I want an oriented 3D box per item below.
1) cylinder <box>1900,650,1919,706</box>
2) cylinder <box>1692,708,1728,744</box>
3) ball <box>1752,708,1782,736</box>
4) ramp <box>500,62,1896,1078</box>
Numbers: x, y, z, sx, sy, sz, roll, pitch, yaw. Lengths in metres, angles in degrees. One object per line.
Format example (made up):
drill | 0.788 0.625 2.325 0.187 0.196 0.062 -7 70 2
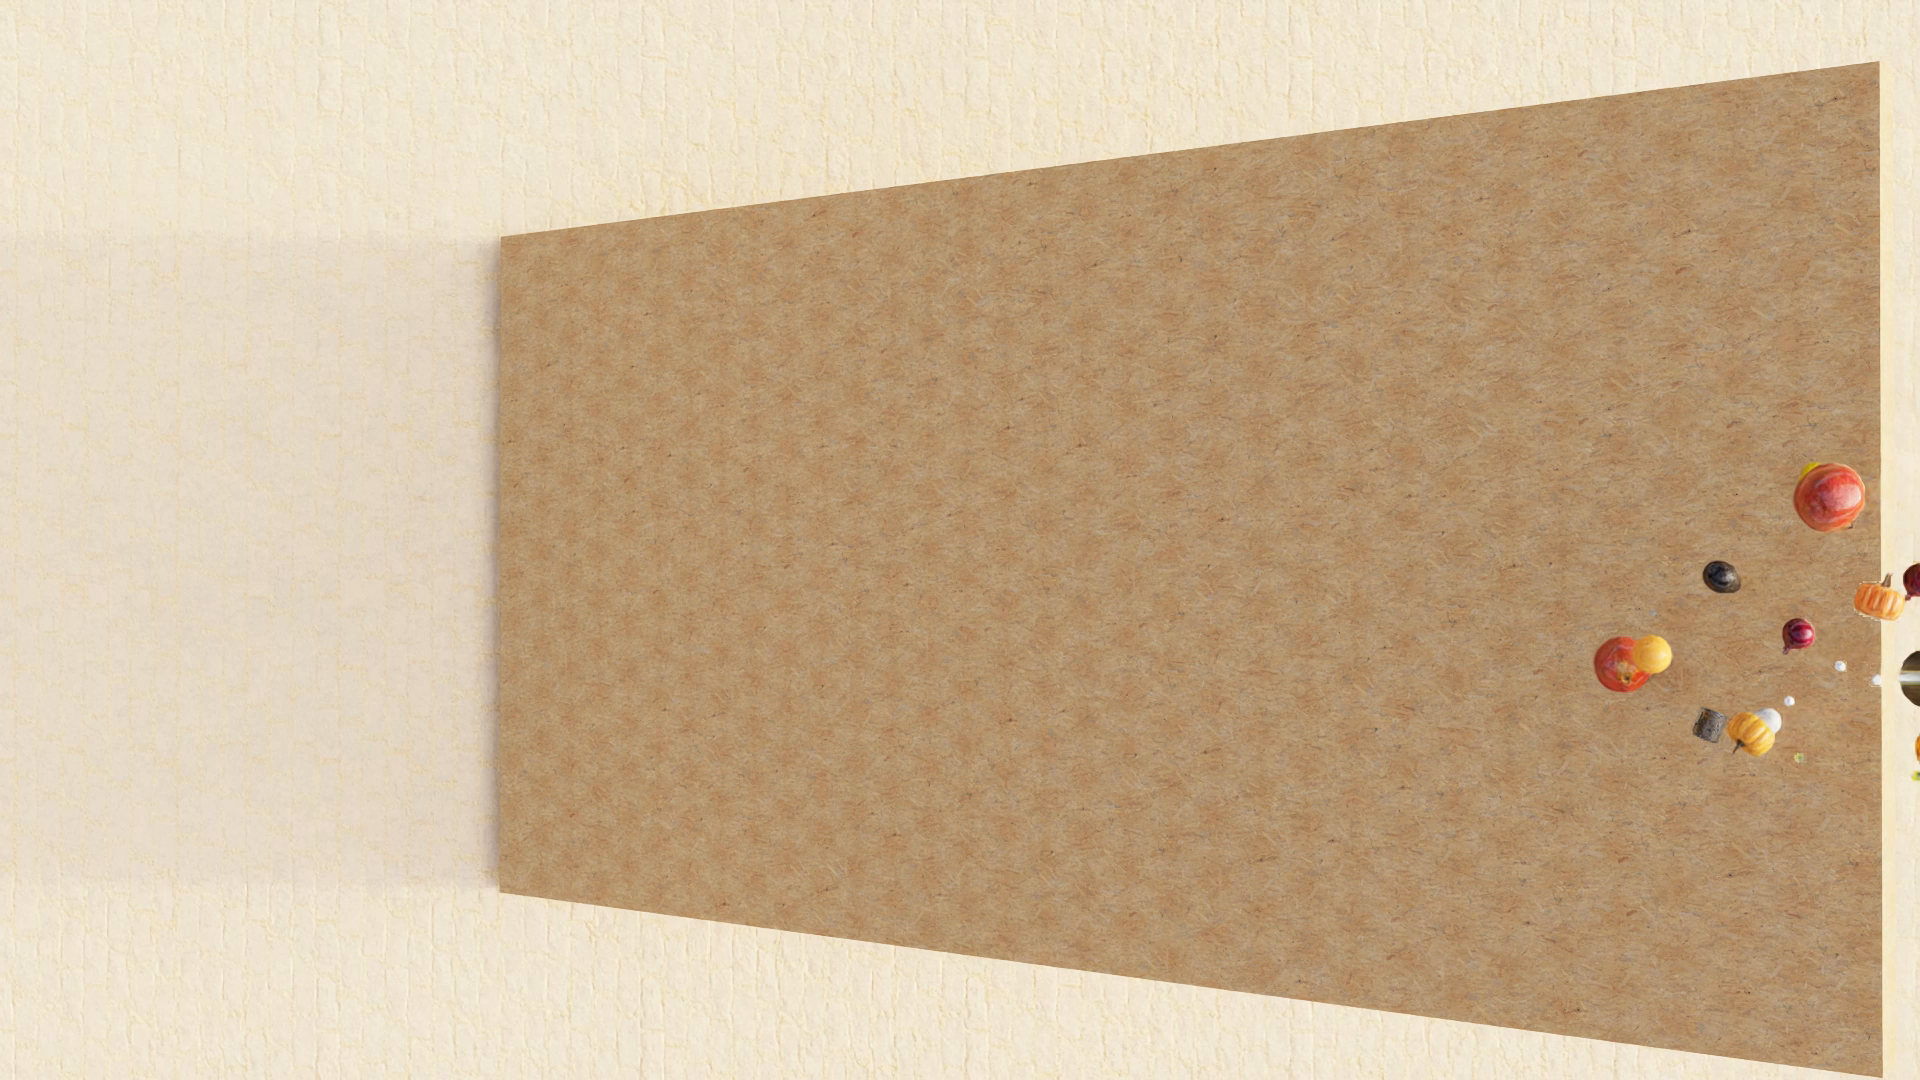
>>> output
cylinder | 1.609 0.227 3.601 0.091 0.091 0.091 2 90 -25
cylinder | 1.418 0.351 4.159 0.052 0.052 0.052 24 87 0
ball | 1.603 0.361 4.370 0.056 0.056 0.056 0 90 0
ramp | 0.234 0.066 5.554 4.000 0.100 2.000 0 89 37
